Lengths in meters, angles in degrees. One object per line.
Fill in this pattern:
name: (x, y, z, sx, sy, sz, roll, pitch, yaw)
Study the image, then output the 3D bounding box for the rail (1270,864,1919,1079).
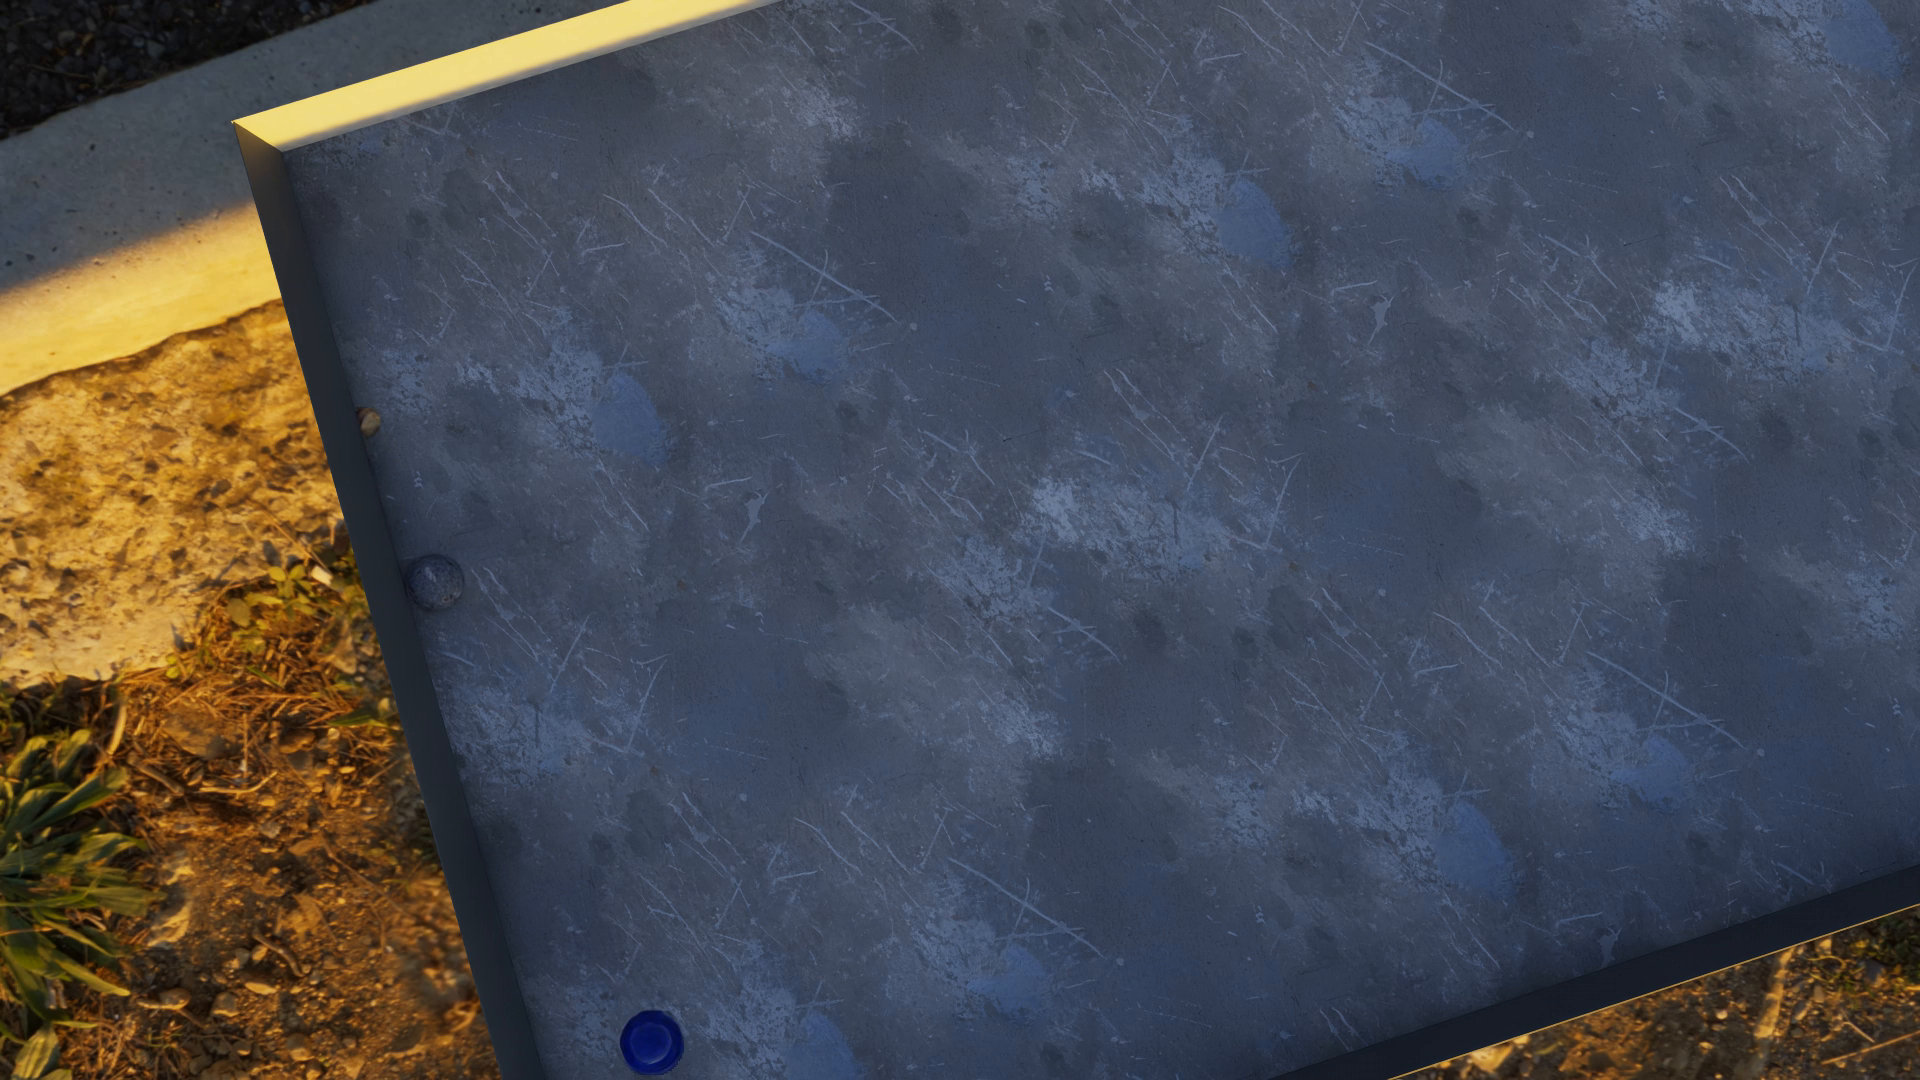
rail: (1.080, 0.588, 3.158, 3.386, 0.116, 0.045, -18, 82, -3)

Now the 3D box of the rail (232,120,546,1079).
rail: (-0.784, 0.244, 3.209, 0.045, 0.116, 1.847, -18, 82, -3)

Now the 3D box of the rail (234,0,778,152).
rail: (0.532, -1.106, 3.412, 3.386, 0.116, 0.045, -18, 82, -3)

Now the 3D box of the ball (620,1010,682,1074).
ball: (-0.442, 0.719, 3.152, 0.089, 0.089, 0.089, 0, 81, 0)

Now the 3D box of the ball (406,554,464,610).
ball: (-0.776, 0.063, 3.254, 0.084, 0.084, 0.084, 0, 81, 0)

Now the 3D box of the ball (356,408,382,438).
ball: (-0.895, -0.177, 3.309, 0.045, 0.045, 0.045, 0, 81, 0)
